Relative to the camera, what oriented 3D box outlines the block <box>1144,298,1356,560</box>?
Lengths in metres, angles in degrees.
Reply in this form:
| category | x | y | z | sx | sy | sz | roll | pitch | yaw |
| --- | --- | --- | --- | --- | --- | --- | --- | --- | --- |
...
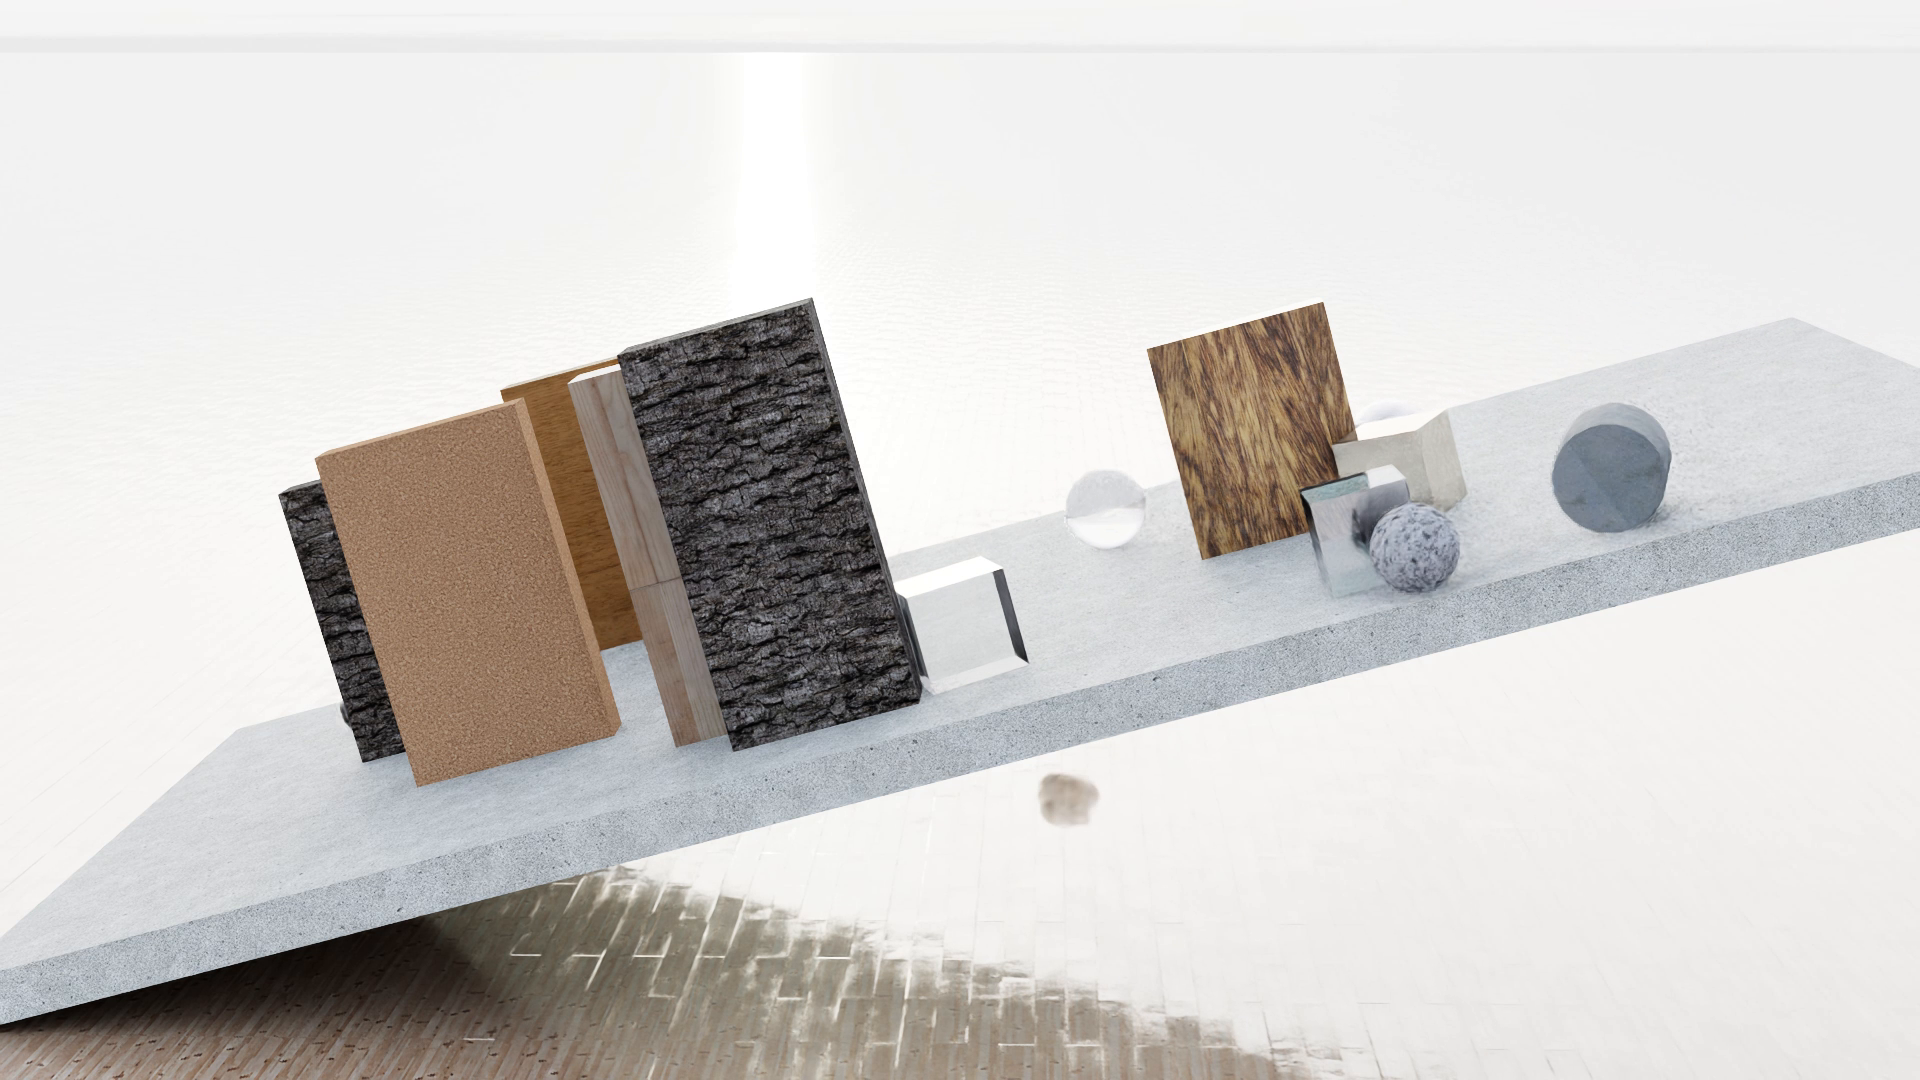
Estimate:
| category | x | y | z | sx | sy | sz | roll | pitch | yaw |
| --- | --- | --- | --- | --- | --- | --- | --- | --- | --- |
| block | 0.632 | -0.234 | 6.185 | 0.379 | 0.462 | 0.096 | -15 | 9 | 4 |

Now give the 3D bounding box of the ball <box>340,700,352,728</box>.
| category | x | y | z | sx | sy | sz | roll | pitch | yaw |
| --- | --- | --- | --- | --- | --- | --- | --- | --- | --- |
| ball | -1.389 | 0.391 | 6.879 | 0.119 | 0.119 | 0.119 | 0 | 10 | 0 |

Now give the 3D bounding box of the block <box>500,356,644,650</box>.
| category | x | y | z | sx | sy | sz | roll | pitch | yaw |
| --- | --- | --- | --- | --- | --- | --- | --- | --- | --- |
| block | -0.856 | -0.086 | 7.103 | 0.314 | 0.672 | 0.097 | -15 | 9 | 4 |

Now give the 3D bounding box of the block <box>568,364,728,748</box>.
| category | x | y | z | sx | sy | sz | roll | pitch | yaw |
| --- | --- | --- | --- | --- | --- | --- | --- | --- | --- |
| block | -0.511 | 0.003 | 5.783 | 0.299 | 0.746 | 0.146 | -15 | 9 | 4 |

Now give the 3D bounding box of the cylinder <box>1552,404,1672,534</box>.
| category | x | y | z | sx | sy | sz | roll | pitch | yaw |
| --- | --- | --- | --- | --- | --- | --- | --- | --- | --- |
| cylinder | 1.210 | -0.135 | 5.454 | 0.203 | 0.203 | 0.203 | 3 | 14 | 15 |

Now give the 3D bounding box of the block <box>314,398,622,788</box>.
| category | x | y | z | sx | sy | sz | roll | pitch | yaw |
| --- | --- | --- | --- | --- | --- | --- | --- | --- | --- |
| block | -1.011 | 0.109 | 6.074 | 0.427 | 0.714 | 0.109 | -15 | 9 | 4 |

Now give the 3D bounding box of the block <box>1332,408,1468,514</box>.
| category | x | y | z | sx | sy | sz | roll | pitch | yaw |
| --- | --- | --- | --- | --- | --- | --- | --- | --- | --- |
| block | 0.907 | -0.144 | 6.057 | 0.187 | 0.187 | 0.187 | -10 | 11 | 31 |

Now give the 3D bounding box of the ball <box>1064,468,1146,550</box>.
| category | x | y | z | sx | sy | sz | roll | pitch | yaw |
| --- | --- | --- | --- | --- | --- | --- | --- | --- | --- |
| ball | 0.327 | -0.071 | 6.588 | 0.183 | 0.183 | 0.183 | 0 | 10 | 0 |

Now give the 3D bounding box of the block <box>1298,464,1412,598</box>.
| category | x | y | z | sx | sy | sz | roll | pitch | yaw |
| --- | --- | --- | --- | --- | --- | --- | --- | --- | --- |
| block | 0.762 | -0.018 | 5.564 | 0.184 | 0.184 | 0.184 | -15 | 9 | 2 |

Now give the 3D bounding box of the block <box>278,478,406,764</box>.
| category | x | y | z | sx | sy | sz | roll | pitch | yaw |
| --- | --- | --- | --- | --- | --- | --- | --- | --- | --- |
| block | -1.194 | 0.132 | 6.513 | 0.442 | 0.625 | 0.108 | -15 | 9 | 4 |

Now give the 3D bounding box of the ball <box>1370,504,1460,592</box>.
| category | x | y | z | sx | sy | sz | roll | pitch | yaw |
| --- | --- | --- | --- | --- | --- | --- | --- | --- | --- |
| ball | 0.825 | 0.015 | 5.334 | 0.163 | 0.163 | 0.163 | 0 | 10 | 0 |

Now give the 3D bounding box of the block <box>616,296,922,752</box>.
| category | x | y | z | sx | sy | sz | roll | pitch | yaw |
| --- | --- | --- | --- | --- | --- | --- | --- | --- | --- |
| block | -0.356 | -0.029 | 5.593 | 0.368 | 0.786 | 0.143 | -15 | 9 | 4 |

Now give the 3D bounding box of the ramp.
| category | x | y | z | sx | sy | sz | roll | pitch | yaw |
| --- | --- | --- | --- | --- | --- | --- | --- | --- | --- |
| ramp | 0.081 | 0.190 | 6.328 | 4.000 | 0.100 | 2.000 | -15 | 9 | 4 |

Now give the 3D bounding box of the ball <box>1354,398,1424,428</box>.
| category | x | y | z | sx | sy | sz | roll | pitch | yaw |
| --- | --- | --- | --- | --- | --- | --- | --- | --- | --- |
| ball | 0.927 | -0.201 | 6.309 | 0.204 | 0.204 | 0.204 | 0 | 10 | 0 |

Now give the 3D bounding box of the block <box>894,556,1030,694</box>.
| category | x | y | z | sx | sy | sz | roll | pitch | yaw |
| --- | --- | --- | --- | --- | --- | --- | --- | --- | --- |
| block | -0.005 | 0.164 | 5.711 | 0.195 | 0.195 | 0.195 | -17 | 9 | -10 |
